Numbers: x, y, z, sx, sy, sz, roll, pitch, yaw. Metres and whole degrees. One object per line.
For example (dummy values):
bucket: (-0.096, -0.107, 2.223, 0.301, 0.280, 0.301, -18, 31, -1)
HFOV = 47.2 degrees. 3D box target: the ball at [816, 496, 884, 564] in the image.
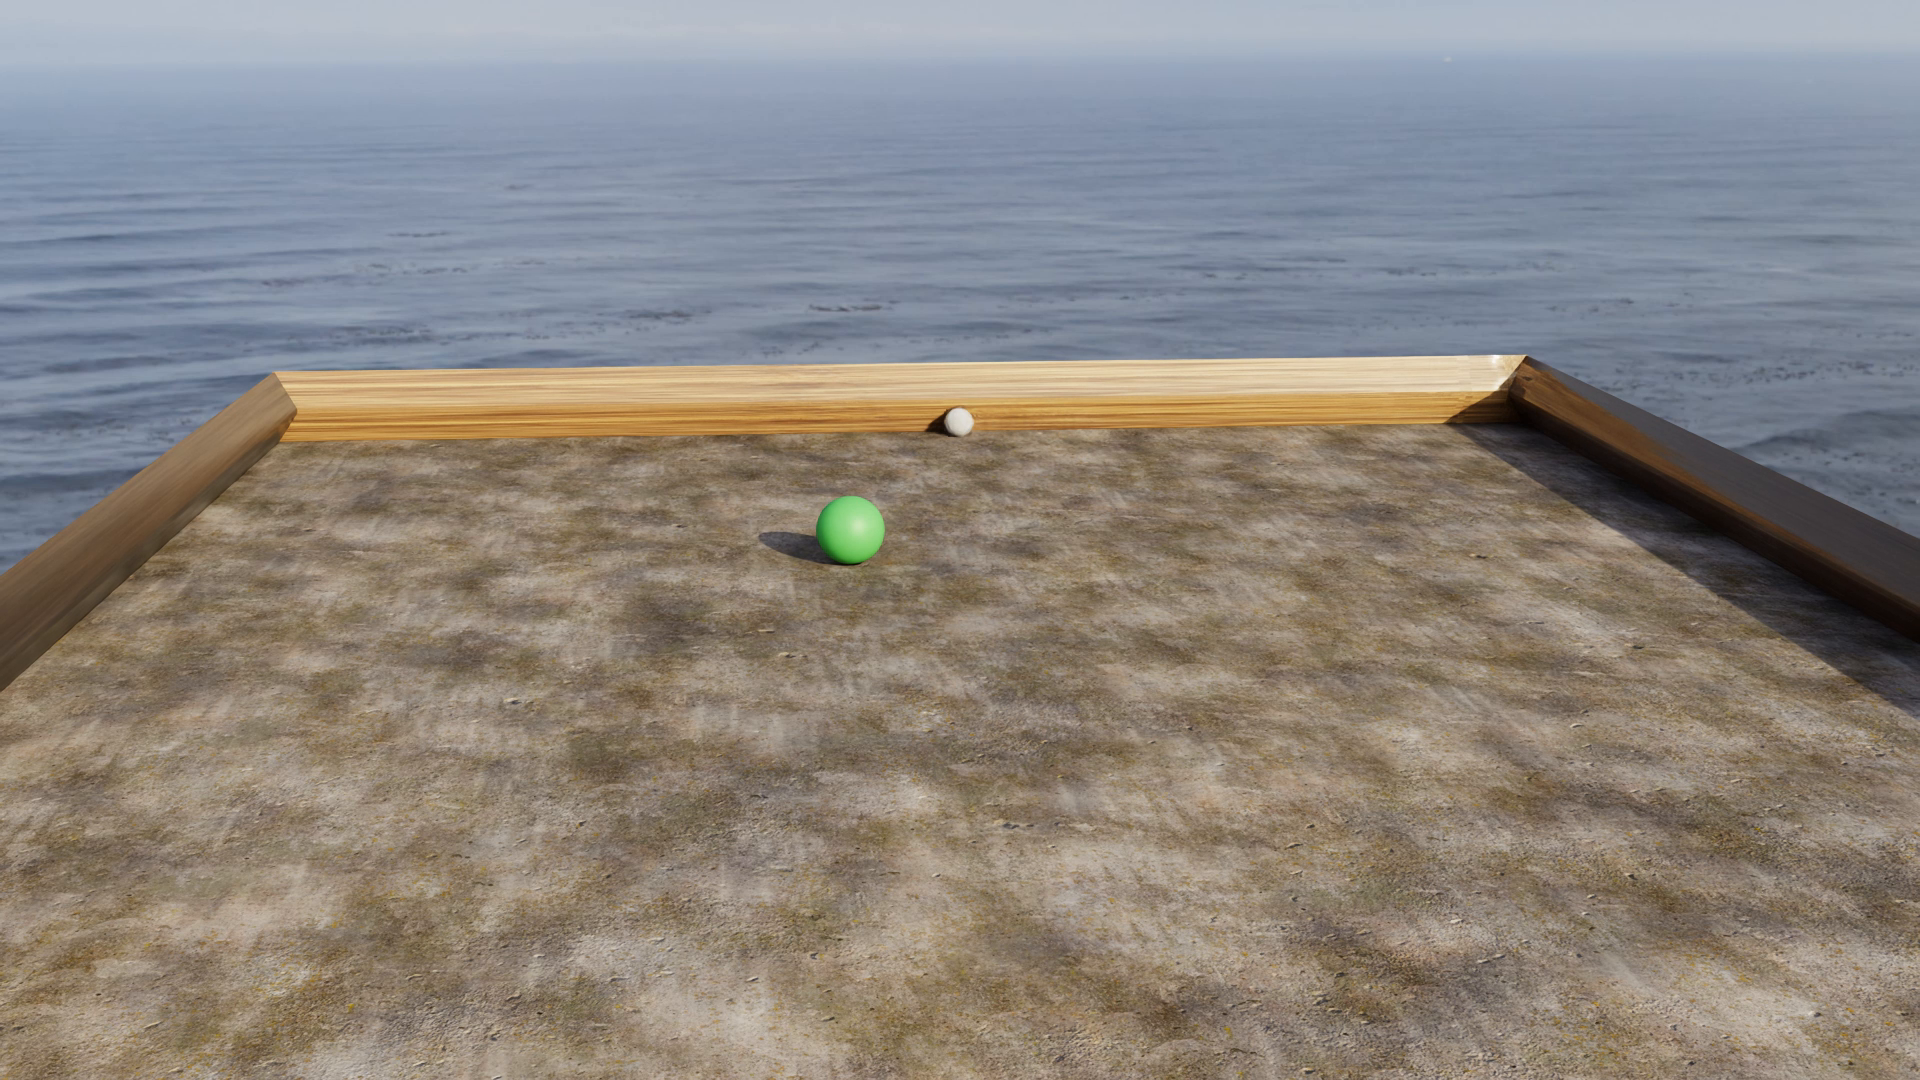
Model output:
ball: (-0.148, -0.013, 2.965, 0.093, 0.093, 0.093, 0, 14, 0)

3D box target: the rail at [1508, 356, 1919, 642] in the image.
rail: (1.155, 0.181, 2.108, 0.045, 0.120, 3.832, -1, 14, -5)

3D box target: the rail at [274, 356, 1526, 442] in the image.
rail: (-0.078, -0.246, 3.851, 2.204, 0.120, 0.045, -1, 14, -5)

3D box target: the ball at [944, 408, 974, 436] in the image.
ball: (-0.002, -0.206, 3.836, 0.051, 0.051, 0.051, 0, 14, 0)

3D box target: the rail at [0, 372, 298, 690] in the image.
rail: (-0.995, 0.224, 1.933, 0.045, 0.120, 3.832, -1, 14, -5)
